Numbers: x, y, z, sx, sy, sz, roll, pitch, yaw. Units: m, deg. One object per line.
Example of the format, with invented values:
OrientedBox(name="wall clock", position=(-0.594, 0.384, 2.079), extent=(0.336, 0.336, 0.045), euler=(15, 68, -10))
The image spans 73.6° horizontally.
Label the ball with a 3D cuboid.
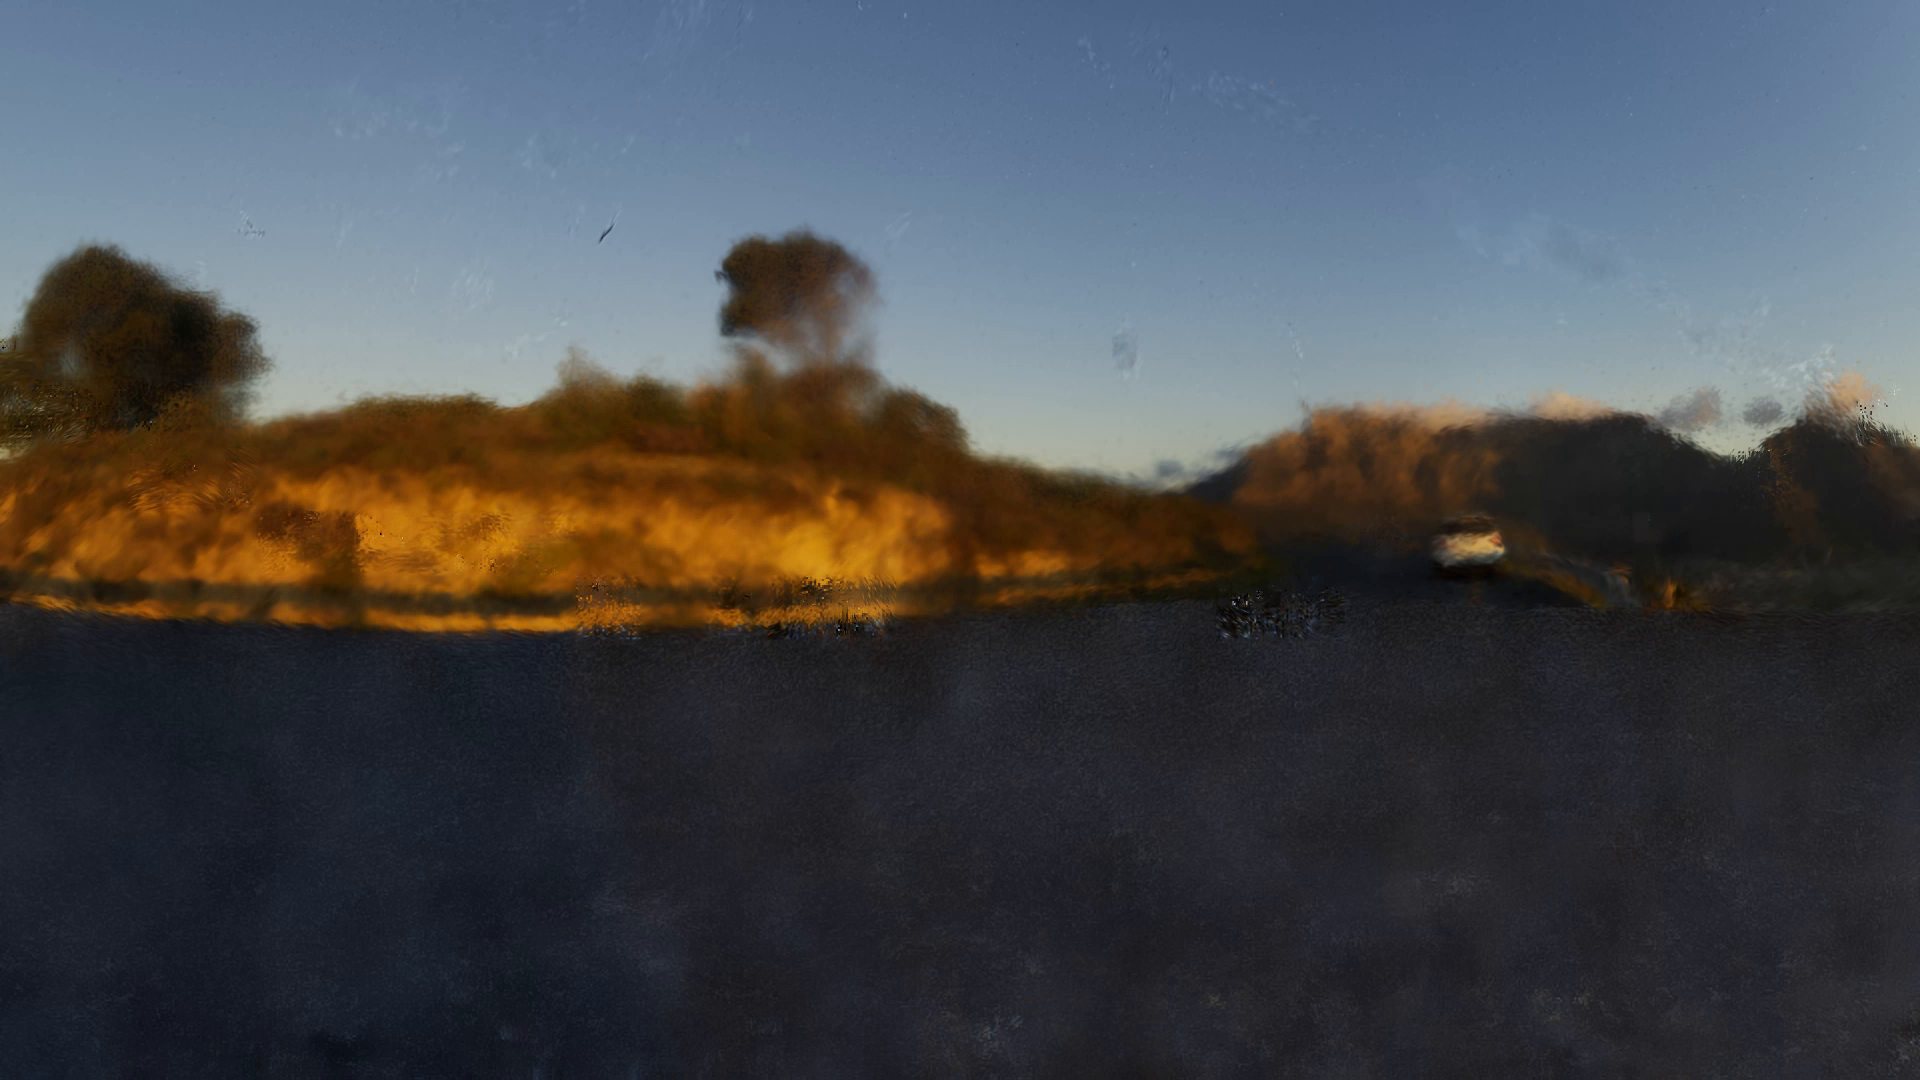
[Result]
OrientedBox(name="ball", position=(0.000, -0.002, 0.055), extent=(0.080, 0.080, 0.080), euler=(0, 4, 0))
